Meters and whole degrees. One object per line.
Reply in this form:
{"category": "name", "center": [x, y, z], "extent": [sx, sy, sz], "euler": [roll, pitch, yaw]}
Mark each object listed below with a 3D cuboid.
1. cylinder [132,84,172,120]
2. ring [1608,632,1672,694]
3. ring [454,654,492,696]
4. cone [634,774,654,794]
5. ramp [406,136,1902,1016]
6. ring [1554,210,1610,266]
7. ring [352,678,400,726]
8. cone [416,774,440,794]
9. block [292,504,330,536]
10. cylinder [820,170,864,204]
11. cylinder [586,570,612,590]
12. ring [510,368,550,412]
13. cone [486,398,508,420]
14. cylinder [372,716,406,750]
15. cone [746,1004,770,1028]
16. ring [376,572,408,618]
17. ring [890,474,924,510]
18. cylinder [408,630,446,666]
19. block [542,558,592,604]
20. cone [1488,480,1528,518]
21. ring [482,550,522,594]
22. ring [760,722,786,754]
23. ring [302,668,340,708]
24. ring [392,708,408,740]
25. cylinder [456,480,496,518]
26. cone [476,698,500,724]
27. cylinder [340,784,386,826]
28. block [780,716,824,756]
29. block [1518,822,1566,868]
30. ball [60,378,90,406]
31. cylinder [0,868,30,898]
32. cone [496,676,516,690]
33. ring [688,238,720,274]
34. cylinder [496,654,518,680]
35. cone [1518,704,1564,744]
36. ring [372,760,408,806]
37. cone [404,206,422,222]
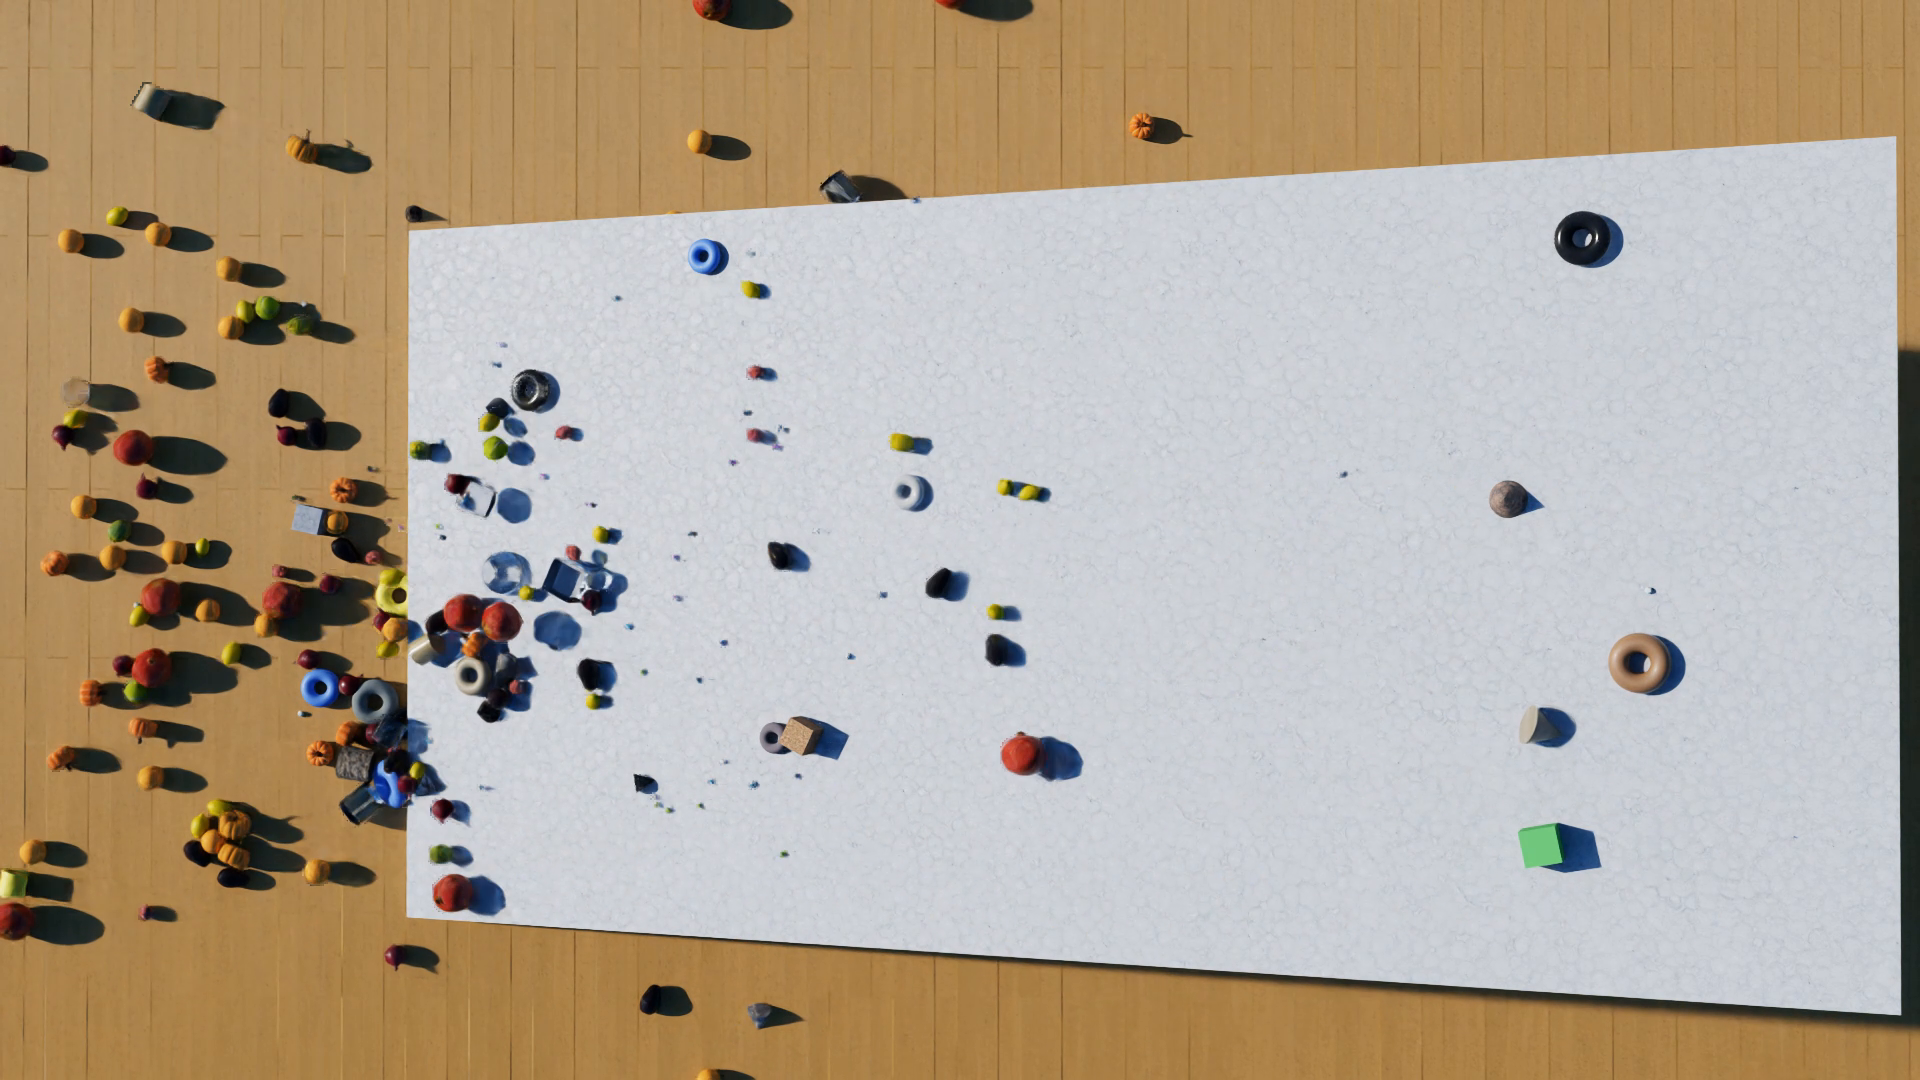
{"category": "cylinder", "center": [-2.380, -1.291, 6.478], "extent": [0.082, 0.082, 0.082], "euler": [28, 90, 0]}
{"category": "ring", "center": [1.601, 0.290, 5.178], "extent": [0.144, 0.048, 0.144], "euler": [0, 90, 20]}
{"category": "ring", "center": [-1.395, 0.389, 6.304], "extent": [0.120, 0.040, 0.120], "euler": [-1, 88, 22]}
{"category": "cone", "center": [-0.875, 0.672, 6.113], "extent": [0.056, 0.056, 0.056], "euler": [-9, 89, -6]}
{"category": "ramp", "center": [0.281, 0.089, 5.754], "extent": [4.000, 0.100, 2.000], "euler": [0, 89, 21]}
{"category": "ring", "center": [1.482, -0.719, 5.238], "extent": [0.131, 0.044, 0.131], "euler": [0, 91, 21]}
{"category": "ring", "center": [-1.721, 0.478, 6.475], "extent": [0.139, 0.046, 0.139], "euler": [0, 90, -1]}
{"category": "cone", "center": [-1.531, 0.716, 6.357], "extent": [0.060, 0.060, 0.060], "euler": [22, 89, -7]}
{"category": "block", "center": [-1.909, -0.060, 6.466], "extent": [0.077, 0.077, 0.077], "euler": [13, 89, 0]}
{"category": "cylinder", "center": [-0.349, -1.025, 6.471], "extent": [0.093, 0.093, 0.093], "euler": [-40, 89, 0]}
{"category": "cylinder", "center": [-1.009, 0.112, 6.155], "extent": [0.054, 0.054, 0.054], "euler": [0, 89, 21]}
{"category": "ring", "center": [-1.222, -0.426, 6.249], "extent": [0.121, 0.040, 0.121], "euler": [0, 90, 22]}
{"category": "cone", "center": [-1.337, -0.376, 6.277], "extent": [0.067, 0.067, 0.067], "euler": [0, 89, 21]}
{"category": "cylinder", "center": [-1.653, 0.559, 6.369], "extent": [0.076, 0.076, 0.076], "euler": [26, 76, 0]}
{"category": "cone", "center": [-0.594, 1.413, 6.469], "extent": [0.071, 0.071, 0.071], "euler": [5, 116, 0]}
{"category": "ring", "center": [-1.651, 0.164, 6.479], "extent": [0.138, 0.046, 0.138], "euler": [0, 88, -1]}
{"category": "ring", "center": [-0.141, -0.127, 5.844], "extent": [0.098, 0.033, 0.098], "euler": [-1, 88, 21]}
{"category": "cylinder", "center": [-1.536, 0.312, 6.339], "extent": [0.074, 0.074, 0.074], "euler": [-30, 89, 18]}
{"category": "block", "center": [-1.094, 0.113, 6.165], "extent": [0.095, 0.095, 0.095], "euler": [27, 99, 19]}
{"category": "cone", "center": [1.308, -0.099, 5.269], "extent": [0.092, 0.092, 0.092], "euler": [0, 89, 21]}
{"category": "ring", "center": [-1.307, 0.093, 6.274], "extent": [0.124, 0.041, 0.124], "euler": [-1, 88, 20]}
{"category": "ring", "center": [-0.504, 0.538, 5.974], "extent": [0.086, 0.029, 0.086], "euler": [0, 90, 20]}
{"category": "ring", "center": [-1.883, 0.436, 6.479], "extent": [0.116, 0.039, 0.116], "euler": [0, 88, -1]}
{"category": "ring", "center": [-1.630, 0.542, 6.477], "extent": [0.098, 0.033, 0.098], "euler": [-1, 95, -6]}
{"category": "cylinder", "center": [-1.372, -0.115, 6.239], "extent": [0.085, 0.085, 0.085], "euler": [23, 89, -24]}
{"category": "cone", "center": [-1.360, 0.490, 6.273], "extent": [0.070, 0.070, 0.070], "euler": [0, 89, 21]}
{"category": "cylinder", "center": [-1.753, 0.773, 6.448], "extent": [0.092, 0.092, 0.092], "euler": [-38, 89, 0]}
{"category": "block", "center": [-0.426, 0.527, 5.919], "extent": [0.076, 0.076, 0.076], "euler": [28, 99, 19]}
{"category": "block", "center": [1.384, 0.726, 5.232], "extent": [0.087, 0.087, 0.087], "euler": [-13, 85, 20]}
{"category": "ball", "center": [-2.601, -0.435, 6.469], "extent": [0.081, 0.081, 0.081], "euler": [0, 89, 0]}
{"category": "cylinder", "center": [-2.778, 1.008, 6.453], "extent": [0.073, 0.073, 0.073], "euler": [14, 80, 0]}
{"category": "cone", "center": [-1.291, 0.400, 6.273], "extent": [0.054, 0.054, 0.054], "euler": [2, 89, -6]}
{"category": "ring", "center": [-0.706, -0.782, 6.065], "extent": [0.097, 0.032, 0.097], "euler": [0, 90, 20]}
{"category": "cylinder", "center": [-1.288, 0.359, 6.246], "extent": [0.054, 0.054, 0.054], "euler": [0, 59, 0]}
{"category": "cone", "center": [1.402, 0.454, 5.253], "extent": [0.096, 0.096, 0.096], "euler": [17, 89, -7]}
{"category": "ring", "center": [-1.667, 0.713, 6.436], "extent": [0.048, 0.145, 0.145], "euler": [-27, 89, -40]}
{"category": "cone", "center": [-1.620, -0.966, 6.490], "extent": [0.053, 0.053, 0.053], "euler": [0, 89, 0]}
